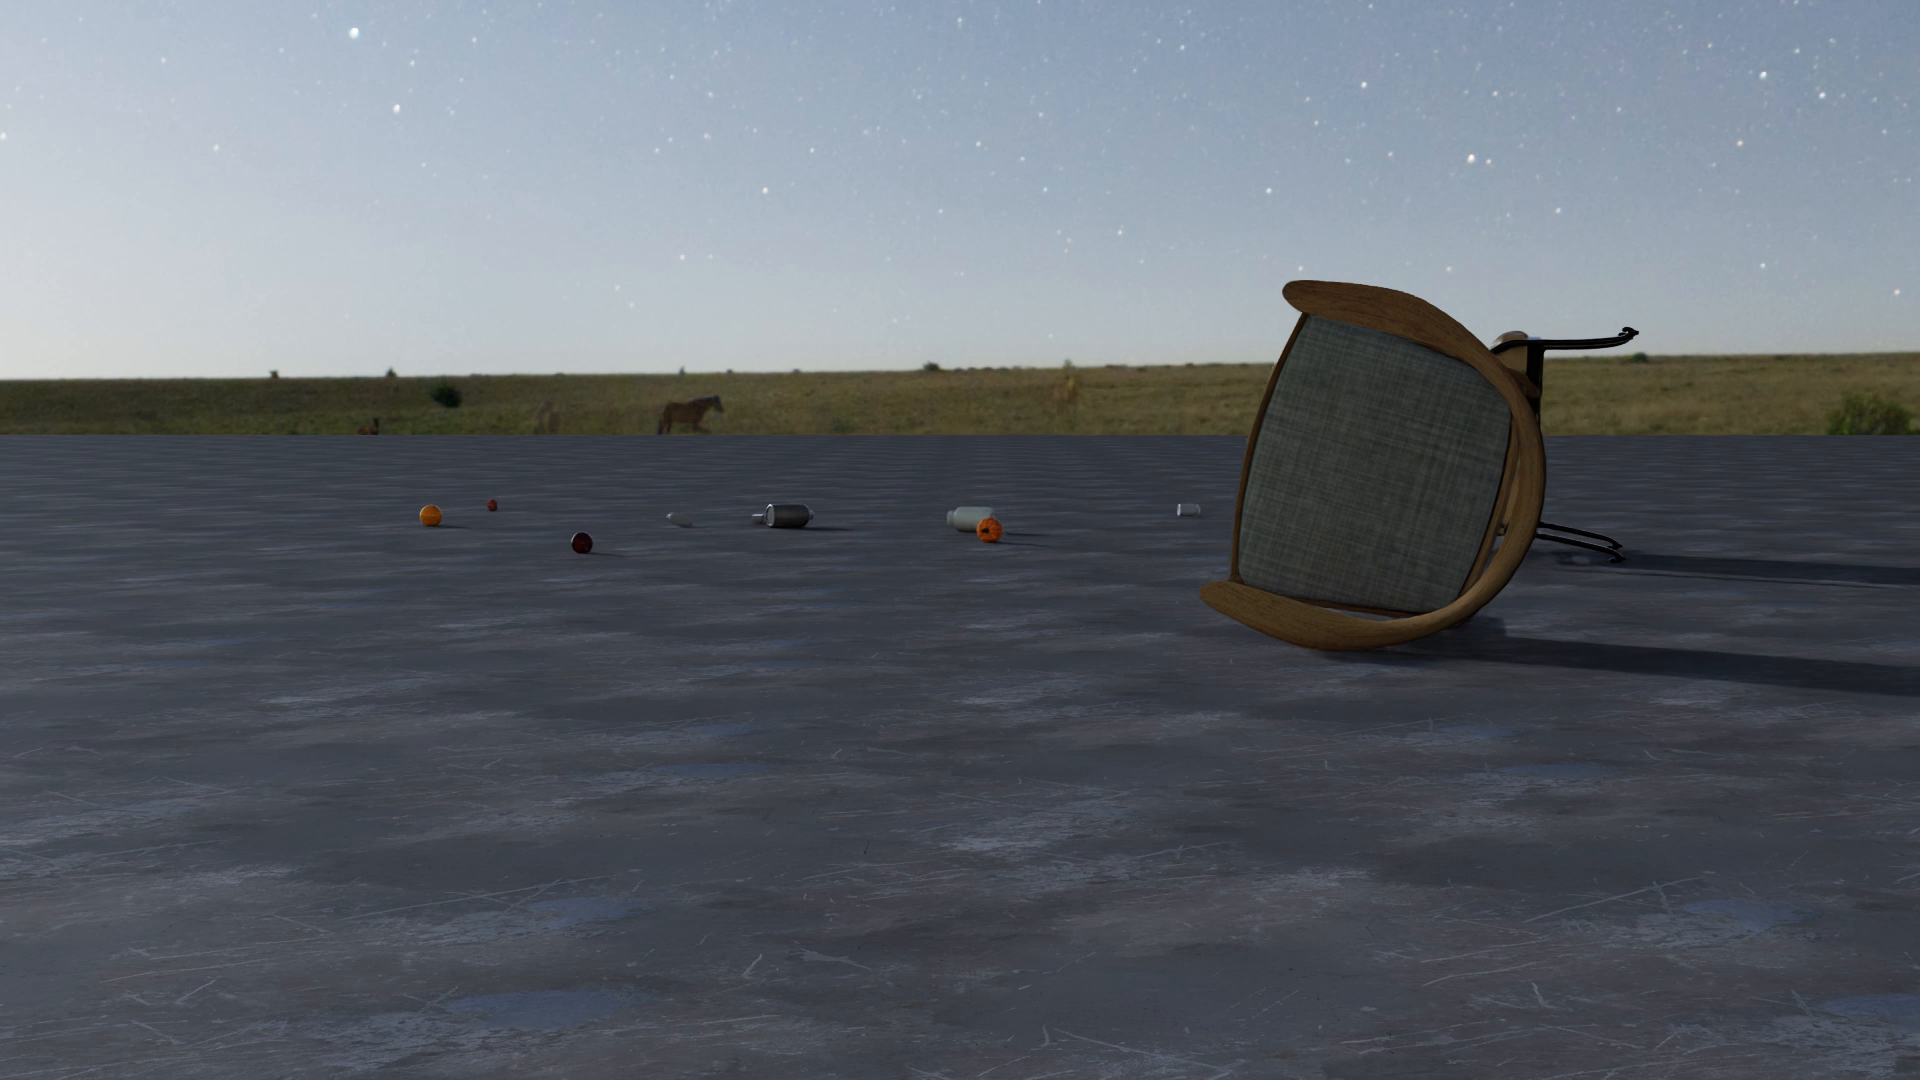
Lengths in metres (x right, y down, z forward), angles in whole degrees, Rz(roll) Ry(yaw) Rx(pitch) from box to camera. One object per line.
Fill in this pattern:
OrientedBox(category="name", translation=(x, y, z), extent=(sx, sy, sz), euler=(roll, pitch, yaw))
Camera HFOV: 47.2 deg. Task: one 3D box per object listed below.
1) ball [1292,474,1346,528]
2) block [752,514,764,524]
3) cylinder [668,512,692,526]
OrientedBox(category="ball", translation=(1.170, -0.128, 7.158), extent=(0.172, 0.172, 0.172), euler=(0, 4, 0))
OrientedBox(category="block", translation=(-0.676, -0.069, 7.350), extent=(0.033, 0.028, 0.078), euler=(0, 4, 3))
OrientedBox(category="cylinder", translation=(-0.919, -0.068, 7.212), extent=(0.076, 0.039, 0.071), euler=(17, -1, -15))
